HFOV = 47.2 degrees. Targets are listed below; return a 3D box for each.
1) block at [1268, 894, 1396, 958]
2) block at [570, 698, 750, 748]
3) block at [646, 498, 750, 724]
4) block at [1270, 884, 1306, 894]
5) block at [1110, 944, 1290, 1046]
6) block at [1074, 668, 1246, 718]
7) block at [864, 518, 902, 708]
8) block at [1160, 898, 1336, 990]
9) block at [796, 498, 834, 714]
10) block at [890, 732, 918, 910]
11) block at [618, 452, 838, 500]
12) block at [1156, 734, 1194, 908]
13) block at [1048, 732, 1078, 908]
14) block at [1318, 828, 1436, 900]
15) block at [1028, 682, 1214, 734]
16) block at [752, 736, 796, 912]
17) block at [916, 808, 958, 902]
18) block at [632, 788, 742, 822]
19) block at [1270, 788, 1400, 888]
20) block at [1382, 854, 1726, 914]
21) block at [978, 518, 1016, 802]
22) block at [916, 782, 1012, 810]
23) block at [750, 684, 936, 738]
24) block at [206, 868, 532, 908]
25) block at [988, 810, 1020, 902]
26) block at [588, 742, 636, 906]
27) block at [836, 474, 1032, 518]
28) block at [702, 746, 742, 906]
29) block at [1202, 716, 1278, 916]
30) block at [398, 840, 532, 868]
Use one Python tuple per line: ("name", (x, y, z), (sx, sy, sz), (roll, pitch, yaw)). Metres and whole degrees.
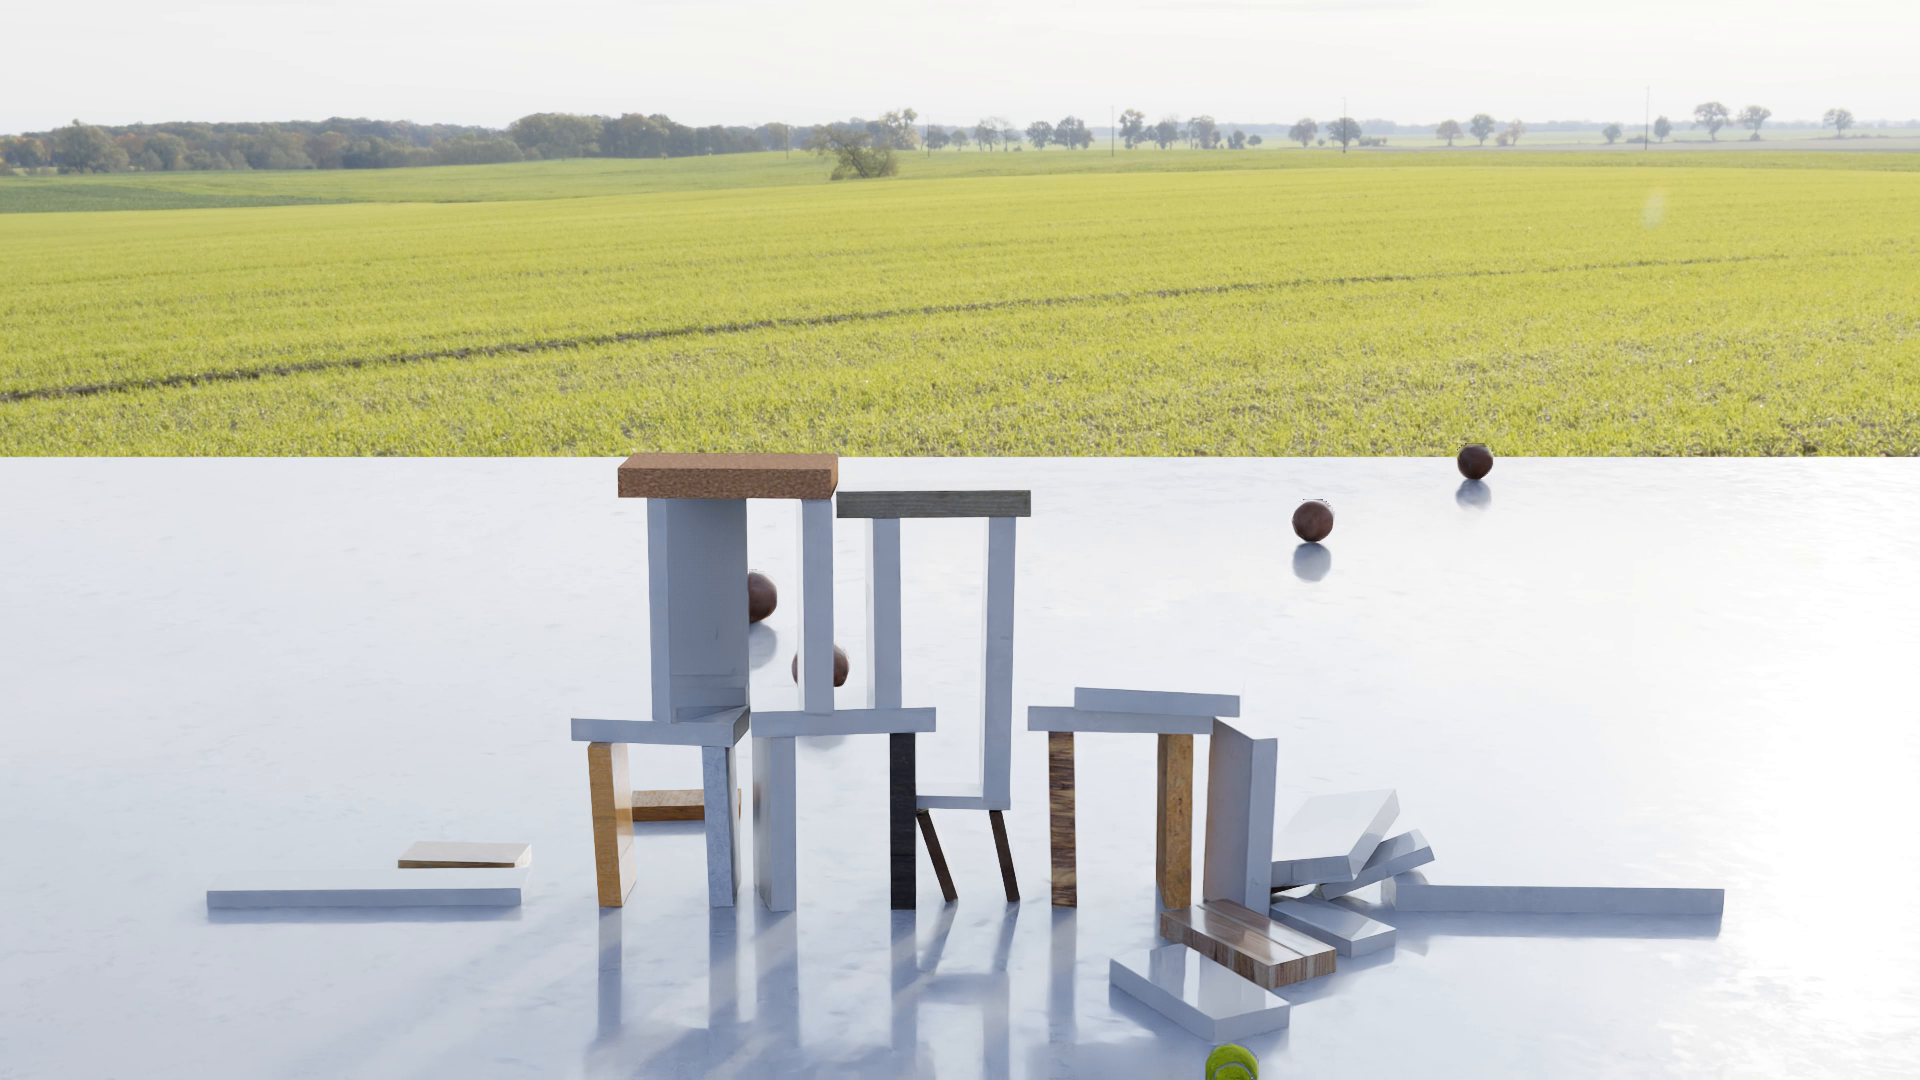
("block", (0.587, 0.611, 3.484), (0.096, 0.027, 0.192), (-7, 13, -34))
("block", (-0.491, 0.300, 3.633), (0.271, 0.038, 0.135), (2, 11, 8))
("block", (-0.425, 0.102, 3.589), (0.048, 0.368, 0.169), (10, 14, 43))
("block", (0.554, 0.551, 3.668), (0.192, 0.027, 0.096), (-15, 9, -2))
("block", (0.346, 0.658, 3.200), (0.132, 0.037, 0.264), (-5, 12, -29))
("block", (0.324, 0.246, 3.555), (0.264, 0.037, 0.132), (2, 11, 11))
("block", (-0.126, 0.105, 3.579), (0.044, 0.309, 0.154), (-2, 11, -7))
("block", (0.442, 0.621, 3.398), (0.132, 0.037, 0.264), (-7, 12, -31))
("block", (-0.235, 0.094, 3.556), (0.048, 0.338, 0.169), (-1, 11, -7))
("block", (-0.093, 0.444, 3.639), (0.042, 0.297, 0.149), (0, 11, 0))
("block", (-0.372, -0.105, 3.564), (0.338, 0.048, 0.169), (0, 11, 1))
("block", (0.355, 0.443, 3.645), (0.042, 0.298, 0.149), (0, 11, -1))
("block", (0.170, 0.442, 3.645), (0.042, 0.298, 0.149), (-1, 10, 3))
("block", (0.688, 0.541, 3.669), (0.192, 0.027, 0.096), (-21, 9, 3))
("block", (0.262, 0.276, 3.609), (0.298, 0.042, 0.149), (1, 11, 3))
("block", (-0.307, 0.446, 3.631), (0.042, 0.297, 0.149), (-3, 11, -17))
("block", (-0.037, 0.515, 3.652), (0.022, 0.155, 0.077), (-18, 10, 3))
("block", (-0.511, 0.494, 4.105), (0.203, 0.029, 0.102), (-1, 11, -4))
("block", (0.620, 0.496, 3.677), (0.155, 0.044, 0.311), (-10, 10, 27))
("block", (0.978, 0.571, 3.653), (0.529, 0.044, 0.155), (0, 11, 2))
("block", (0.060, 0.181, 3.606), (0.044, 0.471, 0.154), (1, 11, -2))
("block", (0.007, 0.424, 3.643), (0.155, 0.022, 0.077), (1, 11, 2))
("block", (-0.194, 0.279, 3.602), (0.297, 0.042, 0.149), (-1, 11, -6))
("block", (-0.979, 0.578, 3.657), (0.513, 0.029, 0.102), (0, 11, -1))
("block", (0.074, 0.514, 3.653), (0.022, 0.155, 0.077), (-11, 10, 3))
("block", (-0.576, 0.456, 3.648), (0.038, 0.271, 0.135), (-2, 10, 2))
("block", (-0.042, -0.071, 3.553), (0.309, 0.044, 0.154), (0, 11, 0))
("block", (-0.395, 0.456, 3.648), (0.038, 0.271, 0.135), (-1, 11, 1))
("block", (0.452, 0.452, 3.560), (0.044, 0.310, 0.155), (-2, 11, -19))
("block", (-0.854, 0.552, 3.796), (0.203, 0.029, 0.102), (1, 11, 4))
